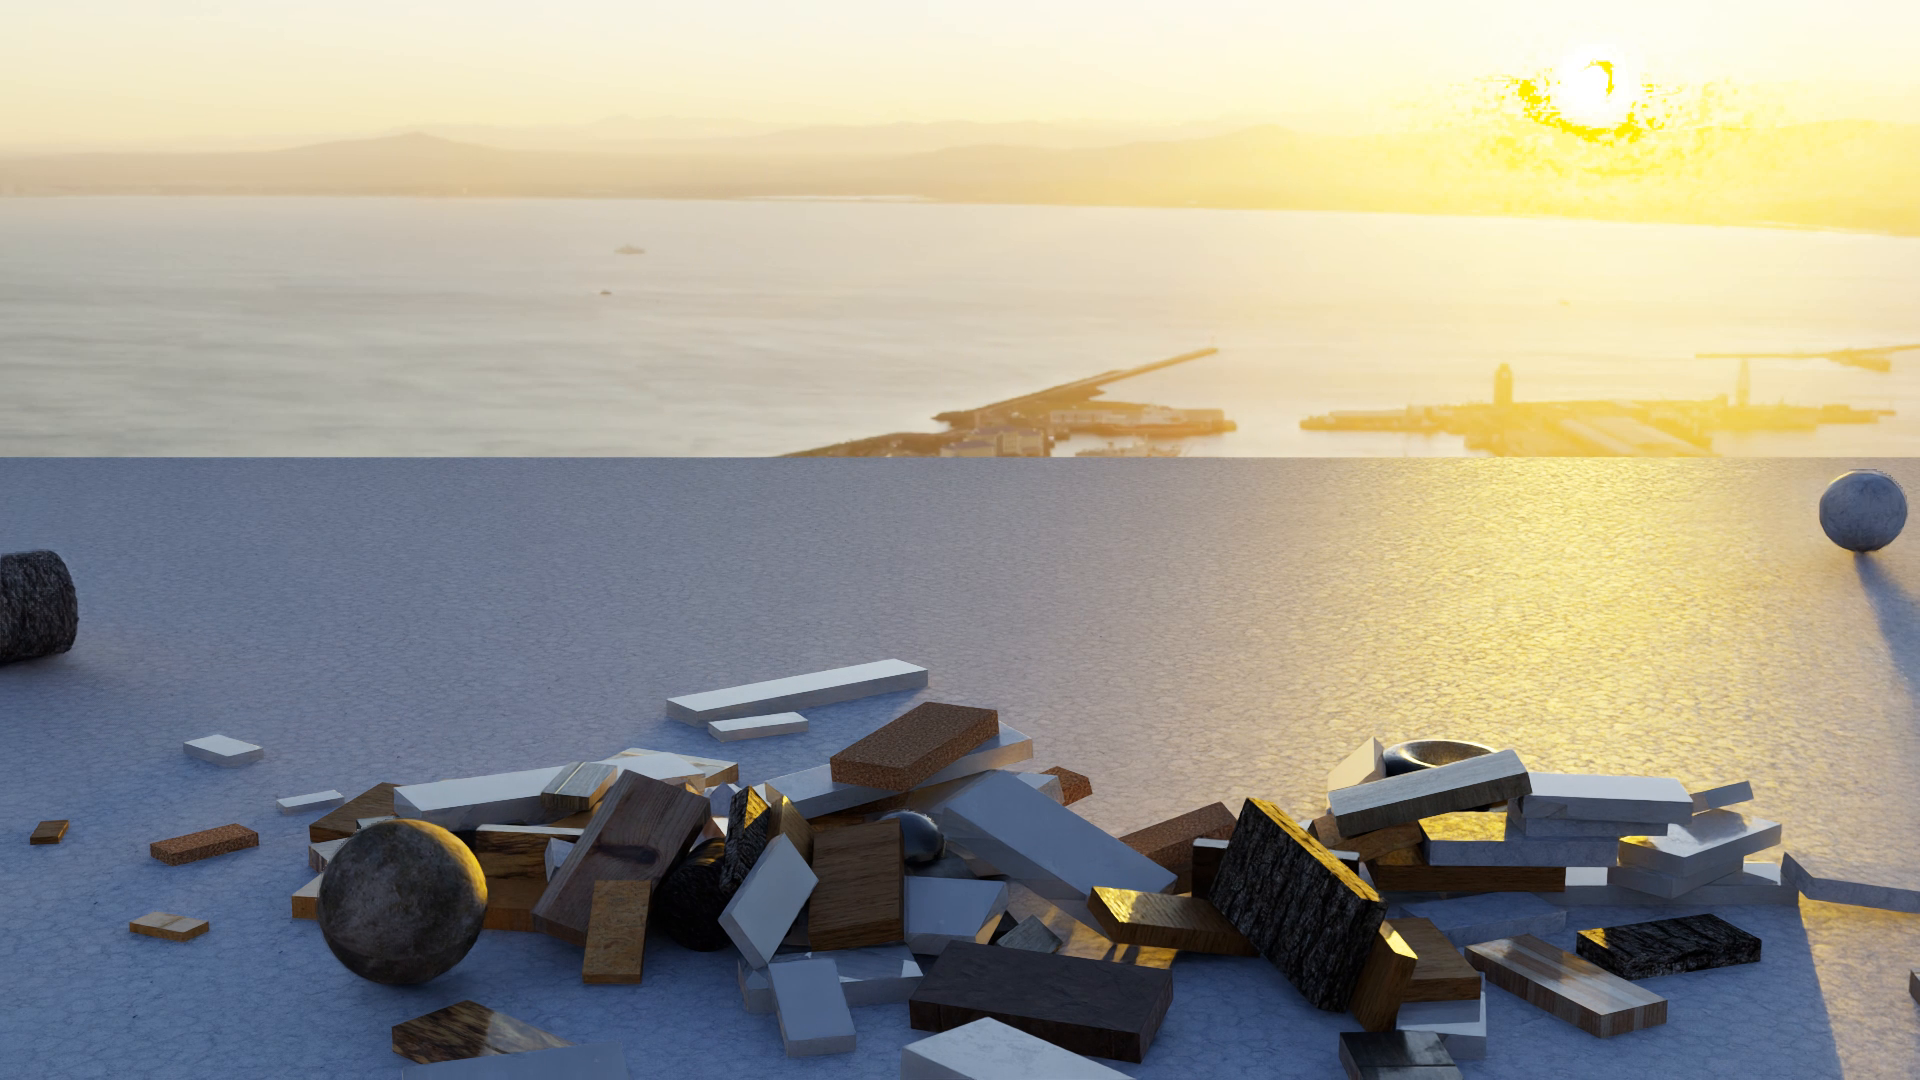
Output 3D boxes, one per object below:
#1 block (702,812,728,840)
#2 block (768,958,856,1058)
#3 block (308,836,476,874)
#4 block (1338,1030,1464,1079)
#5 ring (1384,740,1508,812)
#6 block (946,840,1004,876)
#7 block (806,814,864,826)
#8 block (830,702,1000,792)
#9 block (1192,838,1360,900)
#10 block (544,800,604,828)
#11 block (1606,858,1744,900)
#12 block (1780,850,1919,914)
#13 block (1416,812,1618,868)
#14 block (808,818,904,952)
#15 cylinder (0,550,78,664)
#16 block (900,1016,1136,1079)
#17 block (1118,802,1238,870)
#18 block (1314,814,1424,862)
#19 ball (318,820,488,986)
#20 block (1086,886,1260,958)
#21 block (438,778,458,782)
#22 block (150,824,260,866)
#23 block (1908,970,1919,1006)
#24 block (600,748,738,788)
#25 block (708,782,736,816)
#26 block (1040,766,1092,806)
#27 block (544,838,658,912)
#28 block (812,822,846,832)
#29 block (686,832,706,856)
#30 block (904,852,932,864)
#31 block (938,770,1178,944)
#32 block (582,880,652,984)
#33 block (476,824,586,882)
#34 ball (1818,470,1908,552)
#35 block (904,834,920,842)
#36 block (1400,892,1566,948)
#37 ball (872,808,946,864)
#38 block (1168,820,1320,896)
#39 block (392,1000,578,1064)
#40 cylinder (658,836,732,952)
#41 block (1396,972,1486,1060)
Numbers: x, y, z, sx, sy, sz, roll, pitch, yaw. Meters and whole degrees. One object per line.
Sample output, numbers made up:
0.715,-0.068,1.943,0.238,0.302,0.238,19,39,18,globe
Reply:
-0.300,0.521,3.676,0.248,0.035,0.124,19,7,-25,block
-0.211,0.659,3.109,0.095,0.027,0.190,-3,23,-13,block
-0.980,0.542,3.825,0.265,0.037,0.132,-7,13,-33,block
0.590,0.716,2.889,0.131,0.037,0.262,0,11,-2,block
0.922,0.451,4.163,0.283,0.094,0.283,1,11,0,ring
0.079,0.541,3.787,0.229,0.032,0.114,0,9,-30,block
-0.237,0.519,3.861,0.140,0.070,0.020,2,10,8,block
-0.077,0.363,3.887,0.153,0.043,0.307,4,17,32,block
0.501,0.554,3.504,0.260,0.130,0.037,3,11,16,block
-0.637,0.494,3.740,0.248,0.035,0.124,-24,13,0,block
1.191,0.541,3.658,0.233,0.033,0.117,-9,13,-42,block
1.503,0.566,3.603,0.267,0.038,0.134,8,11,0,block
0.915,0.495,3.641,0.304,0.043,0.152,1,11,0,block
-0.160,0.537,3.435,0.140,0.040,0.280,-10,25,3,block
-2.288,0.167,5.254,0.253,0.253,0.253,10,14,42,cylinder
0.103,0.708,2.830,0.338,0.048,0.169,13,13,41,block
0.339,0.518,3.718,0.260,0.037,0.130,-19,10,-3,block
0.611,0.512,3.691,0.304,0.043,0.152,-20,9,4,block
-0.829,0.539,3.273,0.245,0.245,0.245,0,11,0,ball
0.333,0.590,3.396,0.247,0.035,0.123,9,14,-19,block
-0.897,0.486,4.146,0.218,0.031,0.109,2,11,13,block
-1.334,0.538,3.886,0.081,0.023,0.162,10,15,43,block
1.516,0.665,3.171,0.246,0.035,0.123,1,11,8,block
-0.573,0.454,4.306,0.249,0.035,0.125,5,12,26,block
-0.371,0.490,3.744,0.022,0.155,0.077,-44,4,41,block
0.113,0.477,3.980,0.229,0.032,0.114,-22,15,-24,block
-0.557,0.548,3.563,0.227,0.032,0.113,19,11,-18,block
-0.264,0.530,3.804,0.140,0.070,0.020,-2,-24,-13,block
-0.396,0.527,3.624,0.248,0.035,0.124,20,6,-16,block
-0.107,0.557,3.792,0.140,0.020,0.070,2,11,11,block
0.158,0.509,3.573,0.354,0.050,0.177,30,29,24,block
-0.519,0.593,3.334,0.086,0.024,0.172,0,44,0,block
-0.687,0.536,3.649,0.227,0.113,0.032,2,11,8,block
2.721,-0.086,6.630,0.248,0.248,0.248,0,11,0,ball
-0.037,0.486,3.975,0.229,0.032,0.114,-18,14,-11,block
0.832,0.604,3.505,0.233,0.033,0.117,-4,11,-21,block
-0.094,0.519,3.662,0.143,0.143,0.143,0,11,0,ball
0.456,0.530,3.649,0.260,0.037,0.130,-16,7,23,block
-0.644,0.696,3.001,0.257,0.036,0.129,9,14,40,block
-0.387,0.557,3.464,0.141,0.141,0.141,2,11,9,cylinder
0.687,0.672,3.136,0.121,0.034,0.242,2,11,13,block
